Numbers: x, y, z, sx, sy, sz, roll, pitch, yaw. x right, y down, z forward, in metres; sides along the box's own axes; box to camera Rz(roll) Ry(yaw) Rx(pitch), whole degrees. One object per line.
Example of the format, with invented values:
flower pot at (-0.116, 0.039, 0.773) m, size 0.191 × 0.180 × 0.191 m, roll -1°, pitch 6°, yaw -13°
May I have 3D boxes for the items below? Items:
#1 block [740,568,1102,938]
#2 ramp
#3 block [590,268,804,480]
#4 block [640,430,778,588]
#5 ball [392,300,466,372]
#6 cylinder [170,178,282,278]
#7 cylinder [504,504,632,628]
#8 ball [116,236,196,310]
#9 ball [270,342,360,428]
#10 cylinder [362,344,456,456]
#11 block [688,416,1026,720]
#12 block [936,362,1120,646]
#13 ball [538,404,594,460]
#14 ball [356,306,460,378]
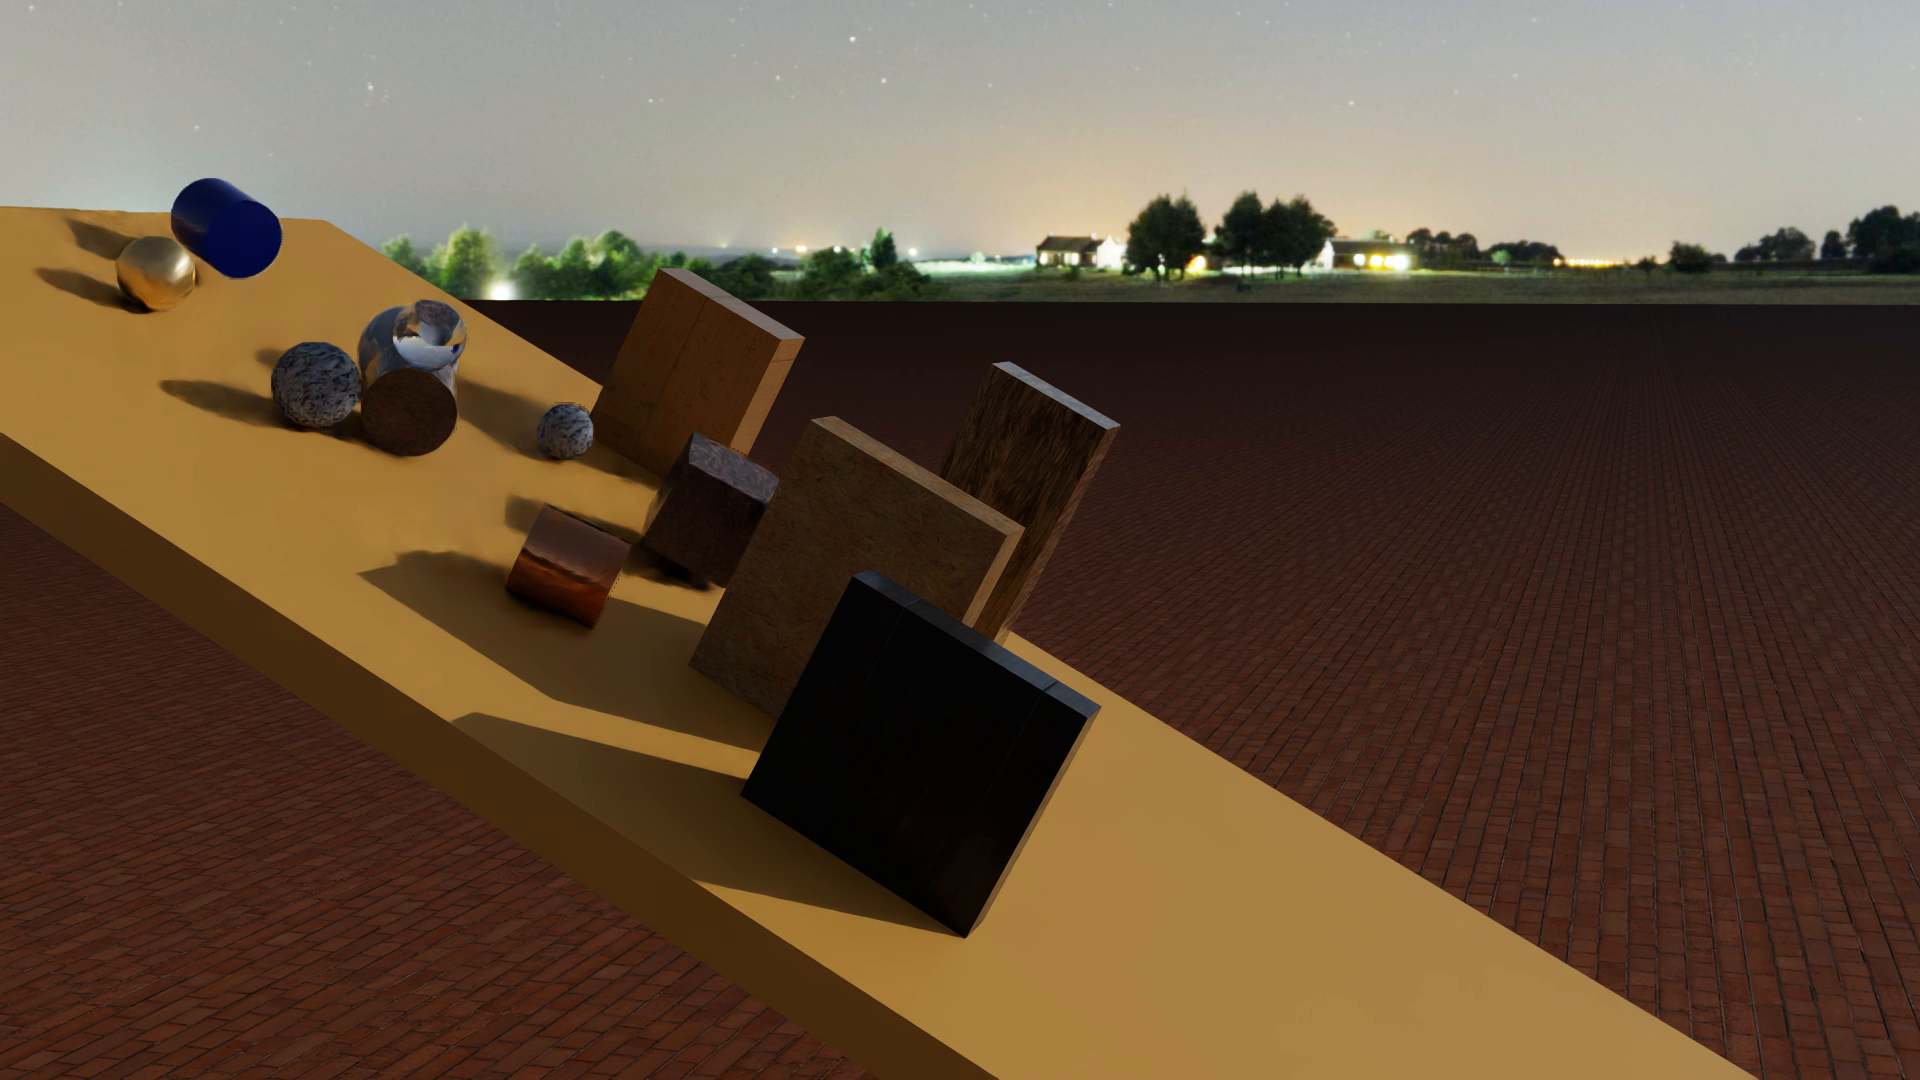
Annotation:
block at (-0.066, 0.333, 3.459) m, size 0.427 × 0.410 × 0.091 m, roll 31°, pitch 14°, yaw 12°
ramp at (-0.215, 0.357, 4.144) m, size 4.000 × 0.100 × 2.000 m, roll 31°, pitch 14°, yaw 12°
block at (-0.592, -0.345, 4.882) m, size 0.324 × 0.408 × 0.143 m, roll 31°, pitch 14°, yaw 12°
block at (-0.493, -0.061, 4.351) m, size 0.194 × 0.194 × 0.194 m, roll 29°, pitch 17°, yaw -14°
ball at (-0.985, -0.380, 4.087) m, size 0.134 × 0.134 × 0.134 m, roll 0°, pitch 7°, yaw 0°
cylinder at (-1.530, -0.651, 4.583) m, size 0.166 × 0.166 × 0.166 m, roll -6°, pitch 27°, yaw -43°
cylinder at (-0.682, 0.046, 3.835) m, size 0.165 × 0.165 × 0.165 m, roll 26°, pitch 4°, yaw -8°
ball at (-1.551, -0.515, 4.244) m, size 0.144 × 0.144 × 0.144 m, roll 0°, pitch 7°, yaw 0°
ball at (-1.193, -0.288, 4.075) m, size 0.160 × 0.160 × 0.160 m, roll 0°, pitch 7°, yaw 0°
cylinder at (-1.059, -0.272, 4.233) m, size 0.176 × 0.176 × 0.176 m, roll -2°, pitch 22°, yaw -13°
block at (-0.185, 0.101, 3.869) m, size 0.401 × 0.501 × 0.119 m, roll 31°, pitch 14°, yaw 12°
block at (0.026, 0.023, 4.164) m, size 0.247 × 0.682 × 0.117 m, roll 31°, pitch 14°, yaw 12°
ball at (-0.829, -0.227, 4.624) m, size 0.118 × 0.118 × 0.118 m, roll 0°, pitch 7°, yaw 0°
ball at (-1.114, -0.373, 4.439) m, size 0.201 × 0.201 × 0.201 m, roll 0°, pitch 7°, yaw 0°
